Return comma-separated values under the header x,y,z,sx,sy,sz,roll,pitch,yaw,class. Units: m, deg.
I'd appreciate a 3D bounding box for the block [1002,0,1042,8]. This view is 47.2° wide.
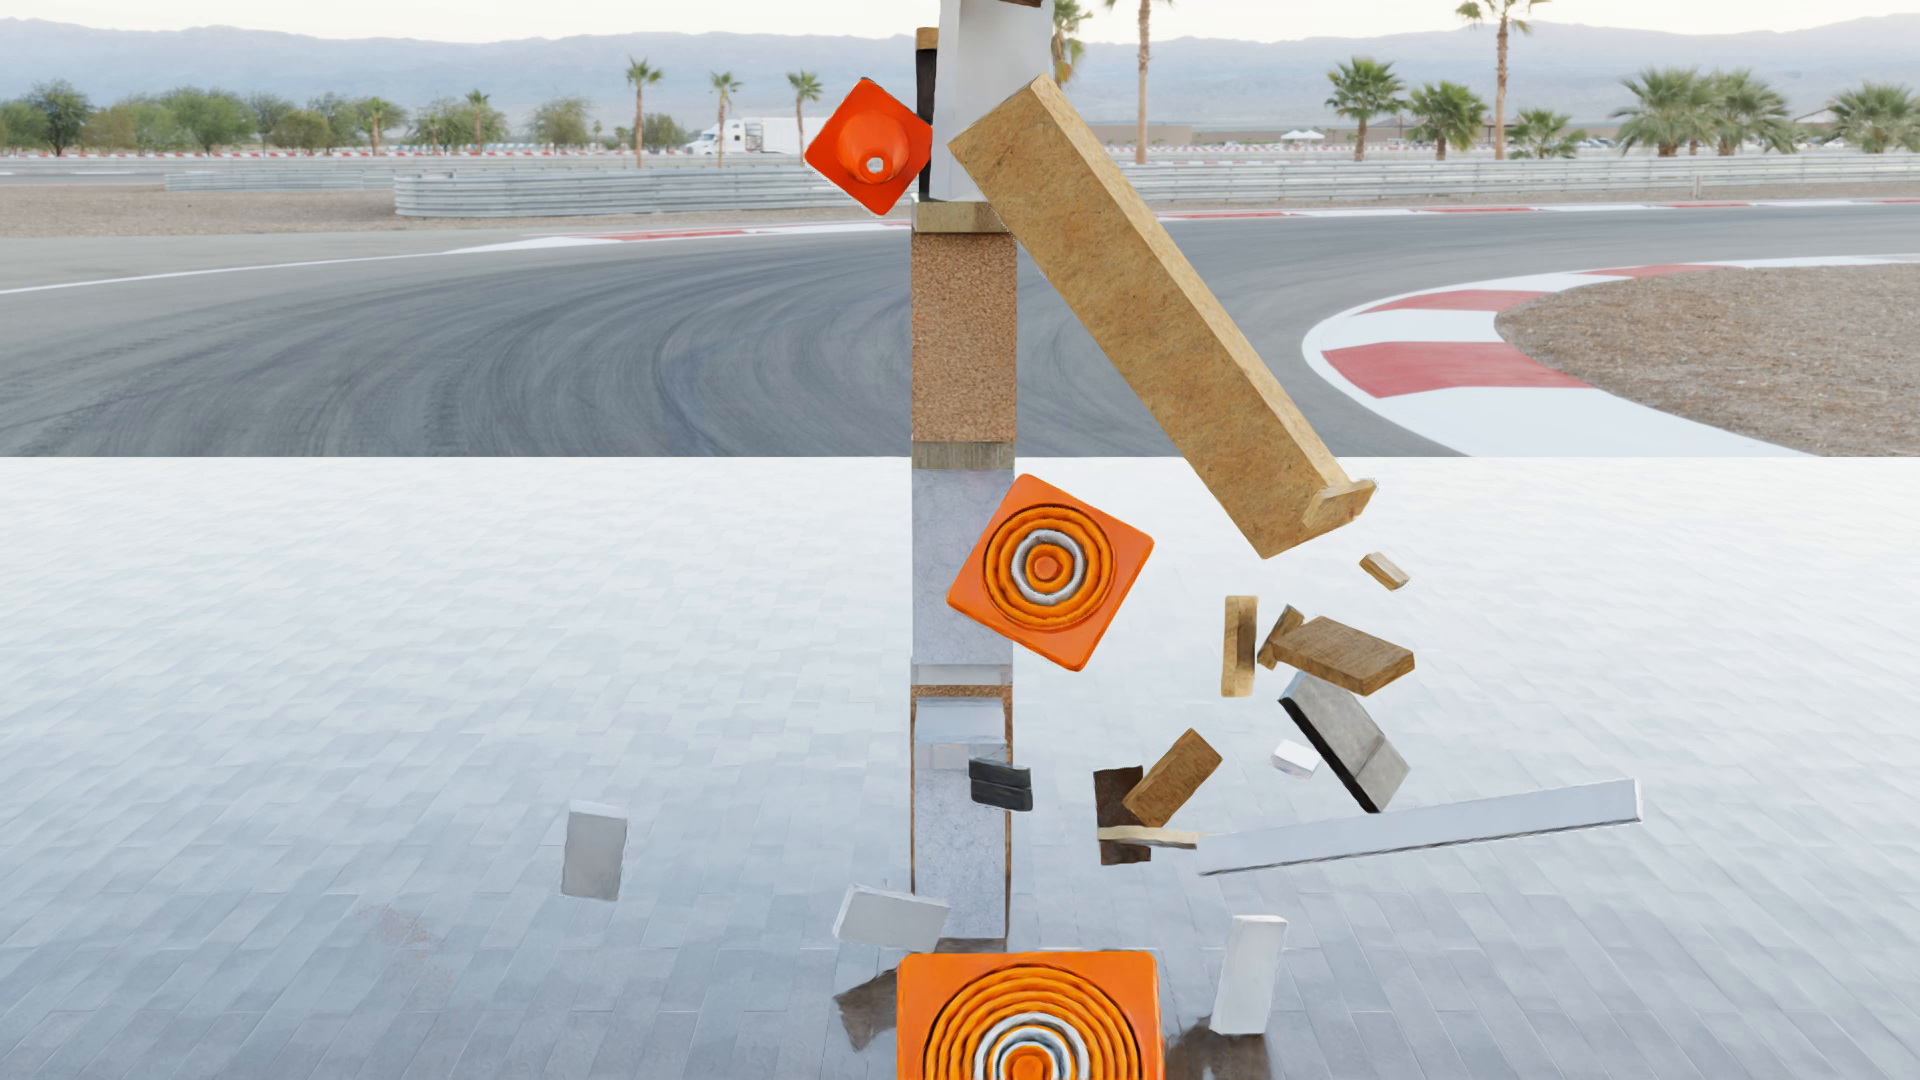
x,y,z,sx,sy,sz,roll,pitch,yaw,class
0.036,-0.875,3.254,0.180,0.051,0.360,10,28,-3,block

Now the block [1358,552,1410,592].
x,y,z,sx,sy,sz,roll,pitch,yaw,class
0.560,0.041,2.901,0.054,0.015,0.109,41,15,14,block

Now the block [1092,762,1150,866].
x,y,z,sx,sy,sz,roll,pitch,yaw,class
0.263,0.446,3.576,0.080,0.160,0.023,-6,9,-1,block

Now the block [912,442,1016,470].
x,y,z,sx,sy,sz,roll,pitch,yaw,class
0.005,-0.168,3.659,0.165,0.047,0.330,0,11,0,block

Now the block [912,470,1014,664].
x,y,z,sx,sy,sz,roll,pitch,yaw,class
0.004,0.038,3.596,0.165,0.330,0.047,0,14,0,block

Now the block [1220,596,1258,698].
x,y,z,sx,sy,sz,roll,pitch,yaw,class
0.444,0.168,3.489,0.023,0.160,0.080,3,0,29,block

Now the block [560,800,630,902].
x,y,z,sx,sy,sz,roll,pitch,yaw,class
-0.523,0.447,3.153,0.082,0.165,0.023,10,35,-4,block

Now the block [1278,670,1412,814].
x,y,z,sx,sy,sz,roll,pitch,yaw,class
0.569,0.288,3.250,0.097,0.231,0.028,-48,15,-34,block

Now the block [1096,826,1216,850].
x,y,z,sx,sy,sz,roll,pitch,yaw,class
0.322,0.455,3.352,0.264,0.018,0.064,12,-18,-42,block

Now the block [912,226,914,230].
x,y,z,sx,sy,sz,roll,pitch,yaw,class
0.002,-0.365,3.685,0.165,0.329,0.047,0,10,0,block

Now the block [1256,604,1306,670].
x,y,z,sx,sy,sz,roll,pitch,yaw,class
0.501,0.151,3.445,0.028,0.097,0.194,31,4,6,block

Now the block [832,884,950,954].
x,y,z,sx,sy,sz,roll,pitch,yaw,class
-0.104,0.580,3.365,0.165,0.082,0.023,15,14,-25,block

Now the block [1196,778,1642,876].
x,y,z,sx,sy,sz,roll,pitch,yaw,class
0.625,0.405,3.079,0.650,0.054,0.015,-13,-29,30,block

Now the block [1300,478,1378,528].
x,y,z,sx,sy,sz,roll,pitch,yaw,class
0.517,-0.051,2.999,0.109,0.054,0.015,-13,51,-37,block

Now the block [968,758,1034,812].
x,y,z,sx,sy,sz,roll,pitch,yaw,class
0.061,0.367,3.298,0.018,0.064,0.128,-10,8,-36,block

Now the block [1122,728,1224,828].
x,y,z,sx,sy,sz,roll,pitch,yaw,class
0.335,0.379,3.460,0.080,0.160,0.023,44,-2,-35,block

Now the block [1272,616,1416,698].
x,y,z,sx,sy,sz,roll,pitch,yaw,class
0.549,0.165,3.156,0.097,0.028,0.194,-26,26,-25,block

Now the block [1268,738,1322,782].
x,y,z,sx,sy,sz,roll,pitch,yaw,class
0.514,0.336,3.363,0.064,0.018,0.128,23,12,13,block

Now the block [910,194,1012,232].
x,y,z,sx,sy,sz,roll,pitch,yaw,class
0.007,-0.528,3.541,0.165,0.047,0.329,0,11,-3,block

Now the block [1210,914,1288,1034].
x,y,z,sx,sy,sz,roll,pitch,yaw,class
0.404,0.609,3.077,0.082,0.165,0.023,8,5,-34,block

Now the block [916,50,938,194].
x,y,z,sx,sy,sz,roll,pitch,yaw,class
-0.009,-0.527,3.773,0.118,0.613,0.034,-1,9,0,block

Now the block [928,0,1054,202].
x,y,z,sx,sy,sz,roll,pitch,yaw,class
0.051,-0.709,3.397,0.180,0.360,0.051,-8,20,-35,block

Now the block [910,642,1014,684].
x,y,z,sx,sy,sz,roll,pitch,yaw,class
0.002,0.186,3.828,0.172,0.049,0.344,0,11,0,block

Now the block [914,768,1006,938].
x,y,z,sx,sy,sz,roll,pitch,yaw,class
0.000,0.484,3.462,0.142,0.284,0.040,0,11,0,block

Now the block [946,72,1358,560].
x,y,z,sx,sy,sz,roll,pitch,yaw,class
0.286,-0.310,3.171,0.180,0.776,0.051,-27,16,44,block

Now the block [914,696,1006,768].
x,y,z,sx,sy,sz,roll,pitch,yaw,class
0.000,0.307,3.526,0.142,0.040,0.284,0,11,0,block

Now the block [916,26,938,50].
x,y,z,sx,sy,sz,roll,pitch,yaw,class
-0.013,-0.830,3.637,0.118,0.034,0.237,-2,12,-2,block

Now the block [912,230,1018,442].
x,y,z,sx,sy,sz,roll,pitch,yaw,class
0.006,-0.322,3.470,0.165,0.329,0.047,0,11,0,block

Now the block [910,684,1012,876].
x,y,z,sx,sy,sz,roll,pitch,yaw,class
0.002,0.400,3.751,0.172,0.344,0.049,0,11,0,block
